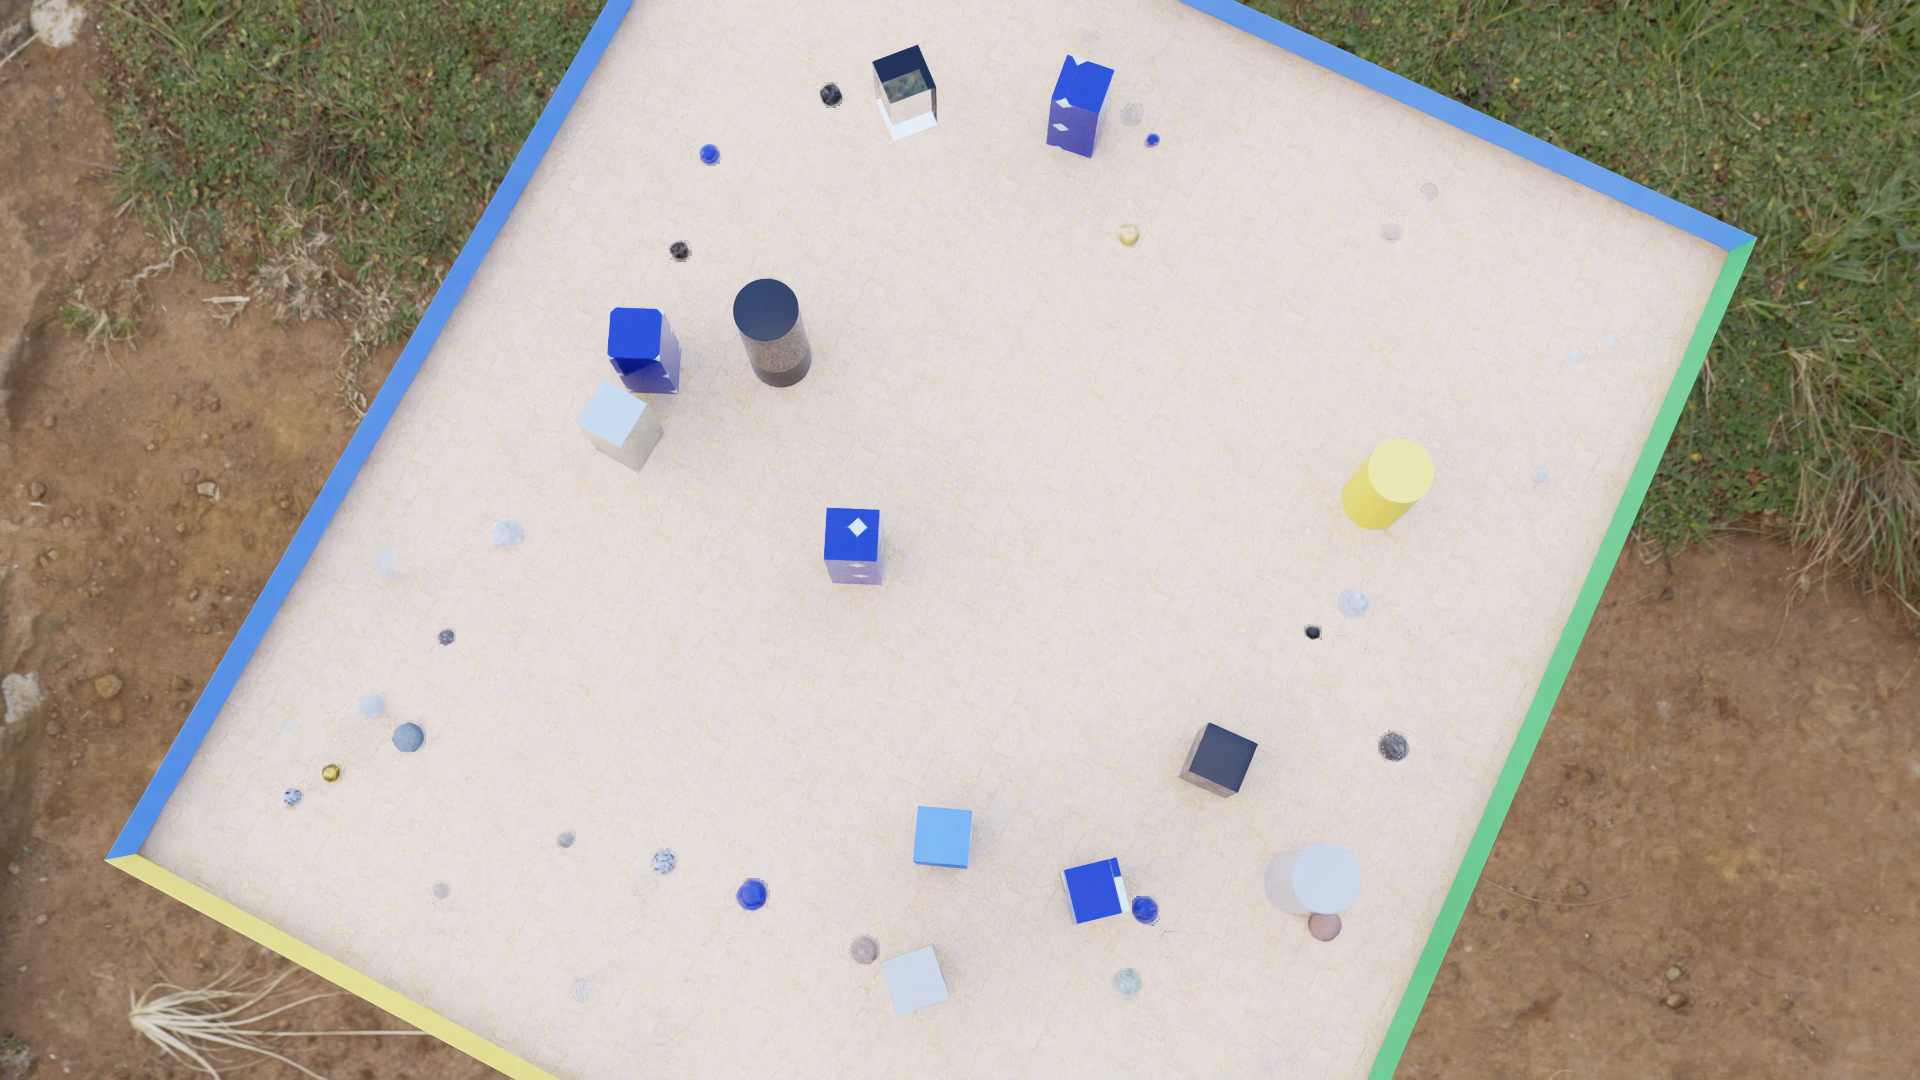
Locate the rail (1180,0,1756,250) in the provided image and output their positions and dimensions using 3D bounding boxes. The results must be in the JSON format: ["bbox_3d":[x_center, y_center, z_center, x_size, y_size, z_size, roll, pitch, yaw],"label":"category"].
[{"bbox_3d":[0.865,-1.688,5.901,3.574,0.124,0.045,26,80,5],"label":"rail"}]

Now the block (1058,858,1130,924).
[{"bbox_3d":[0.383,1.009,5.264,0.152,0.282,0.152,-13,79,-3],"label":"block"}]

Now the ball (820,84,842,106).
[{"bbox_3d":[-0.415,-1.428,5.877,0.068,0.068,0.068,0,78,0],"label":"ball"}]

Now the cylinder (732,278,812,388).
[{"bbox_3d":[-0.559,-0.616,5.505,0.191,0.467,0.191,0,78,0],"label":"cylinder"}]

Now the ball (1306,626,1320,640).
[{"bbox_3d":[1.066,0.279,5.536,0.045,0.045,0.045,0,78,0],"label":"ball"}]

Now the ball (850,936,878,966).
[{"bbox_3d":[-0.277,1.194,5.328,0.082,0.082,0.082,0,78,0],"label":"ball"}]

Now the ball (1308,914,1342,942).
[{"bbox_3d":[1.062,1.121,5.336,0.095,0.095,0.095,0,78,0],"label":"ball"}]

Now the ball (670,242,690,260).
[{"bbox_3d":[-0.884,-0.911,5.774,0.060,0.060,0.060,0,78,0],"label":"ball"}]

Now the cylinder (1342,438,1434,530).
[{"bbox_3d":[1.271,-0.162,5.461,0.191,0.370,0.191,0,78,0],"label":"cylinder"}]

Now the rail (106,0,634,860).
[{"bbox_3d":[-1.577,-0.766,5.711,0.045,0.124,3.916,26,80,5],"label":"rail"}]

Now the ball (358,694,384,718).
[{"bbox_3d":[-1.759,0.496,5.475,0.075,0.075,0.075,0,78,0],"label":"ball"}]

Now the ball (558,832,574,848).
[{"bbox_3d":[-1.163,0.885,5.409,0.049,0.049,0.049,0,78,0],"label":"ball"}]

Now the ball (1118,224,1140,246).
[{"bbox_3d":[0.531,-0.963,5.780,0.070,0.070,0.070,0,78,0],"label":"ball"}]

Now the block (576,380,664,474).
[{"bbox_3d":[-1.021,-0.339,5.525,0.152,0.317,0.152,29,80,6],"label":"block"}]

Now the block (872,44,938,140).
[{"bbox_3d":[-0.172,-1.405,5.768,0.152,0.272,0.152,-21,79,-4],"label":"block"}]

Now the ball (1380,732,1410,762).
[{"bbox_3d":[1.292,0.615,5.445,0.086,0.086,0.086,0,78,0],"label":"ball"}]

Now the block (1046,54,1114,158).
[{"bbox_3d":[0.373,-1.350,5.726,0.152,0.333,0.152,19,79,4],"label":"block"}]

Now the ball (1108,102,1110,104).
[{"bbox_3d":[0.447,-1.414,5.873,0.070,0.070,0.070,0,78,0],"label":"ball"}]

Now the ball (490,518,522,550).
[{"bbox_3d":[-1.382,-0.018,5.573,0.093,0.093,0.093,0,78,0],"label":"ball"}]

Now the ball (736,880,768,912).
[{"bbox_3d":[-0.608,1.039,5.356,0.090,0.090,0.090,0,78,0],"label":"ball"}]

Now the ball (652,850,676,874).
[{"bbox_3d":[-0.869,0.946,5.385,0.071,0.071,0.071,0,78,0],"label":"ball"}]

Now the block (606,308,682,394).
[{"bbox_3d":[-0.952,-0.569,5.545,0.152,0.371,0.152,2,78,0],"label":"block"}]

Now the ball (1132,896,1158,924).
[{"bbox_3d":[0.542,1.082,5.353,0.078,0.078,0.078,0,78,0],"label":"ball"}]

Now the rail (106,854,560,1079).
[{"bbox_3d":[-0.865,1.701,5.200,3.574,0.124,0.045,26,80,5],"label":"rail"}]

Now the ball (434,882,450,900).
[{"bbox_3d":[-1.522,1.030,5.379,0.048,0.048,0.048,0,78,0],"label":"ball"}]

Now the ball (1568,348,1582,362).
[{"bbox_3d":[1.916,-0.576,5.715,0.041,0.041,0.041,0,78,0],"label":"ball"}]

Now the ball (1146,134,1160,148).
[{"bbox_3d":[0.617,-1.278,5.859,0.043,0.043,0.043,0,78,0],"label":"ball"}]

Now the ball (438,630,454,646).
[{"bbox_3d":[-1.550,0.294,5.531,0.048,0.048,0.048,0,78,0],"label":"ball"}]

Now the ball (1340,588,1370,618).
[{"bbox_3d":[1.193,0.191,5.531,0.090,0.090,0.090,0,78,0],"label":"ball"}]

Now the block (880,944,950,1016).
[{"bbox_3d":[-0.127,1.251,5.223,0.152,0.263,0.152,-19,79,-4],"label":"block"}]

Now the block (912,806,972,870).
[{"bbox_3d":[-0.048,0.857,5.267,0.152,0.337,0.152,5,78,1],"label":"block"}]

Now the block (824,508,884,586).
[{"bbox_3d":[-0.309,0.022,5.420,0.152,0.375,0.152,2,78,0],"label":"block"}]

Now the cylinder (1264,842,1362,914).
[{"bbox_3d":[0.993,0.962,5.184,0.191,0.458,0.191,0,78,0],"label":"cylinder"}]

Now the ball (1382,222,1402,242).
[{"bbox_3d":[1.364,-0.973,5.788,0.058,0.058,0.058,0,78,0],"label":"ball"}]

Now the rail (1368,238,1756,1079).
[{"bbox_3d":[1.577,0.779,5.391,0.045,0.124,3.916,26,80,5],"label":"rail"}]

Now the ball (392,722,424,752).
[{"bbox_3d":[-1.641,0.588,5.449,0.089,0.089,0.089,0,78,0],"label":"ball"}]

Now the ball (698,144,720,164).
[{"bbox_3d":[-0.799,-1.230,5.837,0.066,0.066,0.066,0,78,0],"label":"ball"}]

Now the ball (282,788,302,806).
[{"bbox_3d":[-1.980,0.761,5.433,0.051,0.051,0.051,0,78,0],"label":"ball"}]

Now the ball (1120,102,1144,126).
[{"bbox_3d":[0.552,-1.365,5.861,0.075,0.075,0.075,0,78,0],"label":"ball"}]

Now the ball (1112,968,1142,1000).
[{"bbox_3d":[0.485,1.287,5.306,0.087,0.087,0.087,0,78,0],"label":"ball"}]

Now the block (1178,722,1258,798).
[{"bbox_3d":[0.752,0.646,5.353,0.152,0.254,0.152,24,79,5],"label":"block"}]

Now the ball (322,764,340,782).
[{"bbox_3d":[-1.869,0.694,5.445,0.055,0.055,0.055,0,78,0],"label":"ball"}]
